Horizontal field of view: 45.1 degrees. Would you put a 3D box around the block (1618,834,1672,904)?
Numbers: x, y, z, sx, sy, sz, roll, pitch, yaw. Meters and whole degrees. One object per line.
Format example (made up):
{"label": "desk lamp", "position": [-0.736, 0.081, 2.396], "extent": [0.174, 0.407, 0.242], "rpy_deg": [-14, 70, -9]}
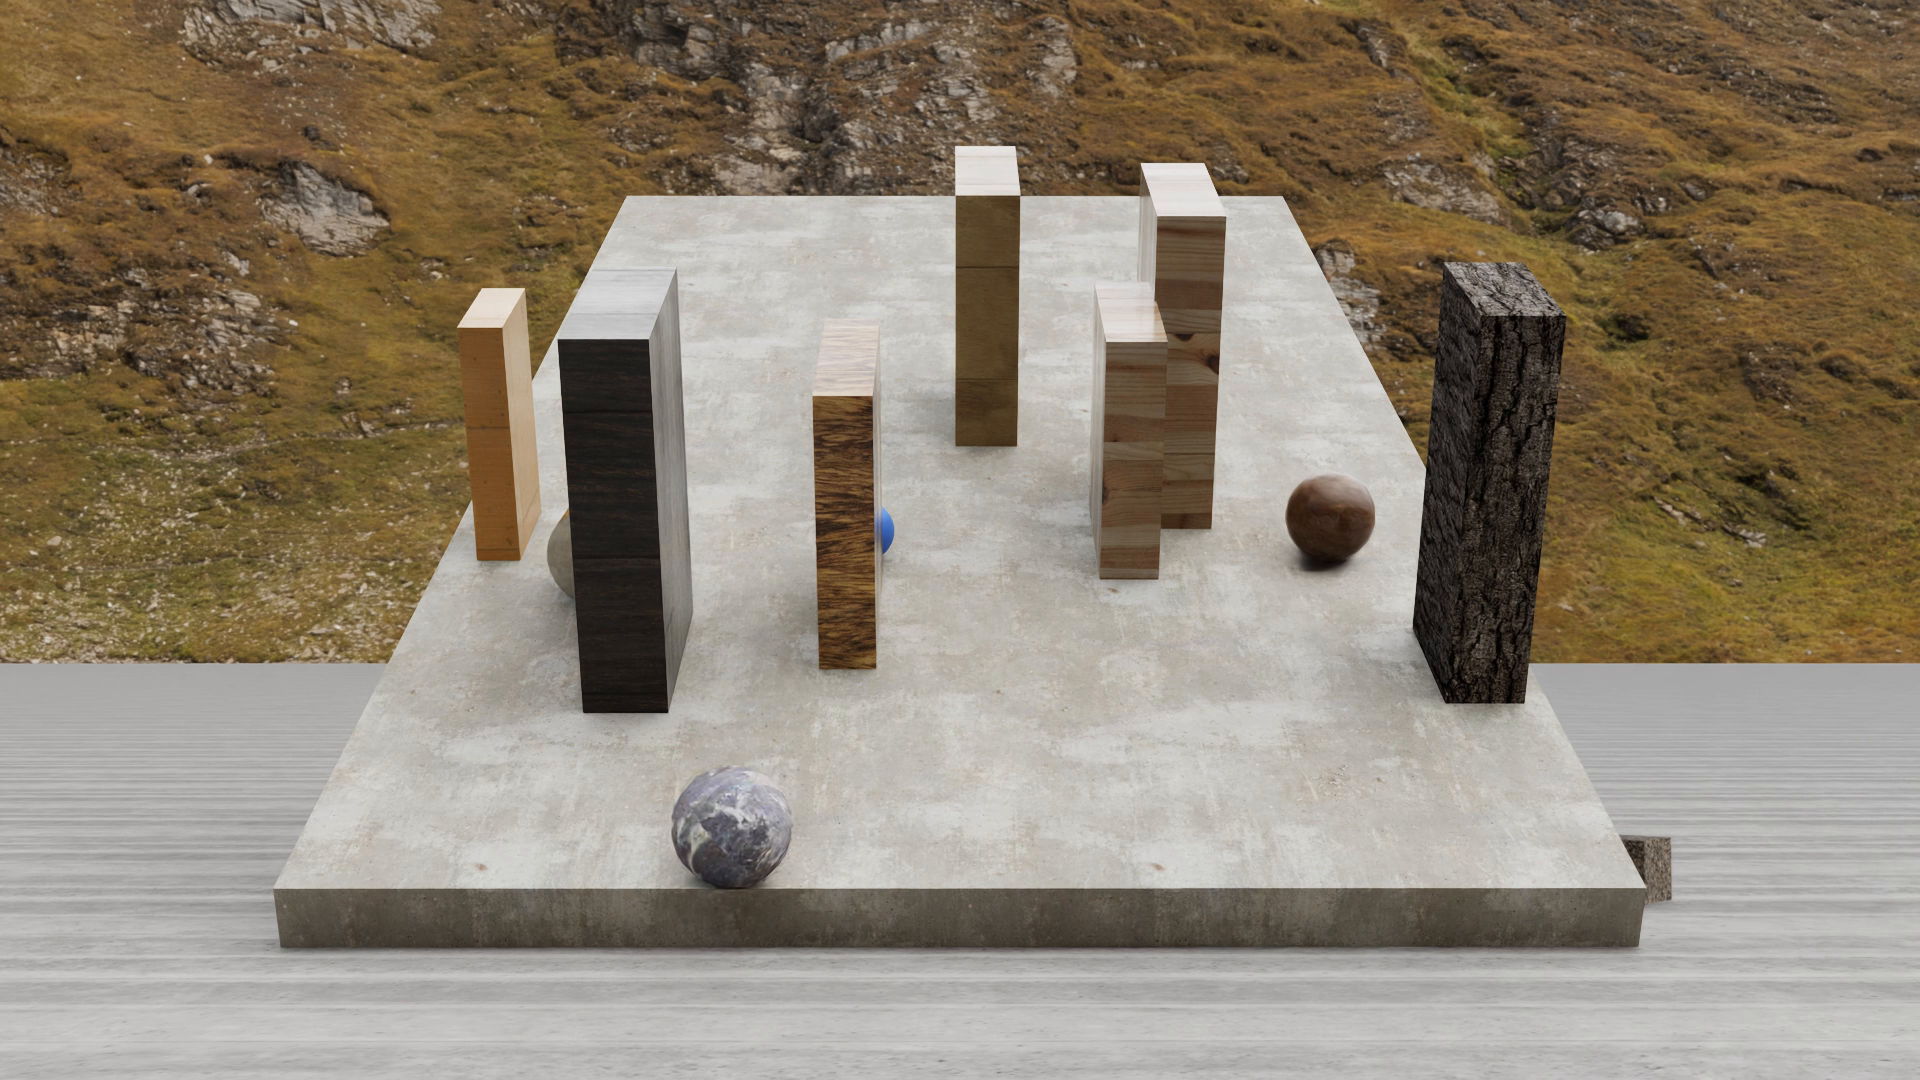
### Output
{"label": "block", "position": [1.175, 0.578, 4.060], "extent": [0.109, 0.109, 0.109], "rpy_deg": [-3, -4, 41]}

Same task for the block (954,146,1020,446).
{"label": "block", "position": [0.057, -0.549, 5.144], "extent": [0.135, 0.560, 0.441], "rpy_deg": [0, 23, 0]}

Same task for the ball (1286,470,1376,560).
{"label": "ball", "position": [0.715, -0.047, 4.455], "extent": [0.173, 0.173, 0.173], "rpy_deg": [0, -3, 0]}

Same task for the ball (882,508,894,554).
{"label": "ball", "position": [-0.185, -0.018, 4.454], "extent": [0.117, 0.117, 0.117], "rpy_deg": [0, -3, 0]}

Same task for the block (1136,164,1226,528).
{"label": "block", "position": [0.437, -0.399, 4.687], "extent": [0.131, 0.641, 0.418], "rpy_deg": [0, 23, 0]}

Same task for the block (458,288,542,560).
{"label": "block", "position": [-0.891, -0.226, 4.488], "extent": [0.084, 0.471, 0.248], "rpy_deg": [0, 23, 0]}

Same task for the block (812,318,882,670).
{"label": "block", "position": [-0.196, -0.090, 4.128], "extent": [0.100, 0.504, 0.427], "rpy_deg": [0, 23, 0]}

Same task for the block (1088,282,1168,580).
{"label": "block", "position": [0.321, -0.217, 4.471], "extent": [0.112, 0.473, 0.380], "rpy_deg": [0, 23, 0]}

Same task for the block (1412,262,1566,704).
{"label": "block", "position": [0.889, -0.097, 3.918], "extent": [0.135, 0.685, 0.302], "rpy_deg": [0, 23, 0]}

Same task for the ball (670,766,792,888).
{"label": "ball", "position": [-0.331, 0.416, 3.351], "extent": [0.176, 0.176, 0.176], "rpy_deg": [0, -3, 0]}

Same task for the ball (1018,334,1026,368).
{"label": "ball", "position": [0.104, -0.449, 5.485], "extent": [0.110, 0.110, 0.110], "rpy_deg": [0, -3, 0]}

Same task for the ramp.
{"label": "ramp", "position": [-0.007, -0.225, 5.225], "extent": [2.000, 0.100, 4.000], "rpy_deg": [0, 23, 0]}

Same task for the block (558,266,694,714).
{"label": "block", "position": [-0.561, -0.091, 3.933], "extent": [0.143, 0.657, 0.406], "rpy_deg": [0, 23, 0]}

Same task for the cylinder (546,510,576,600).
{"label": "cylinder", "position": [-0.645, -0.005, 4.310], "extent": [0.204, 0.204, 0.204], "rpy_deg": [0, 23, 6]}
